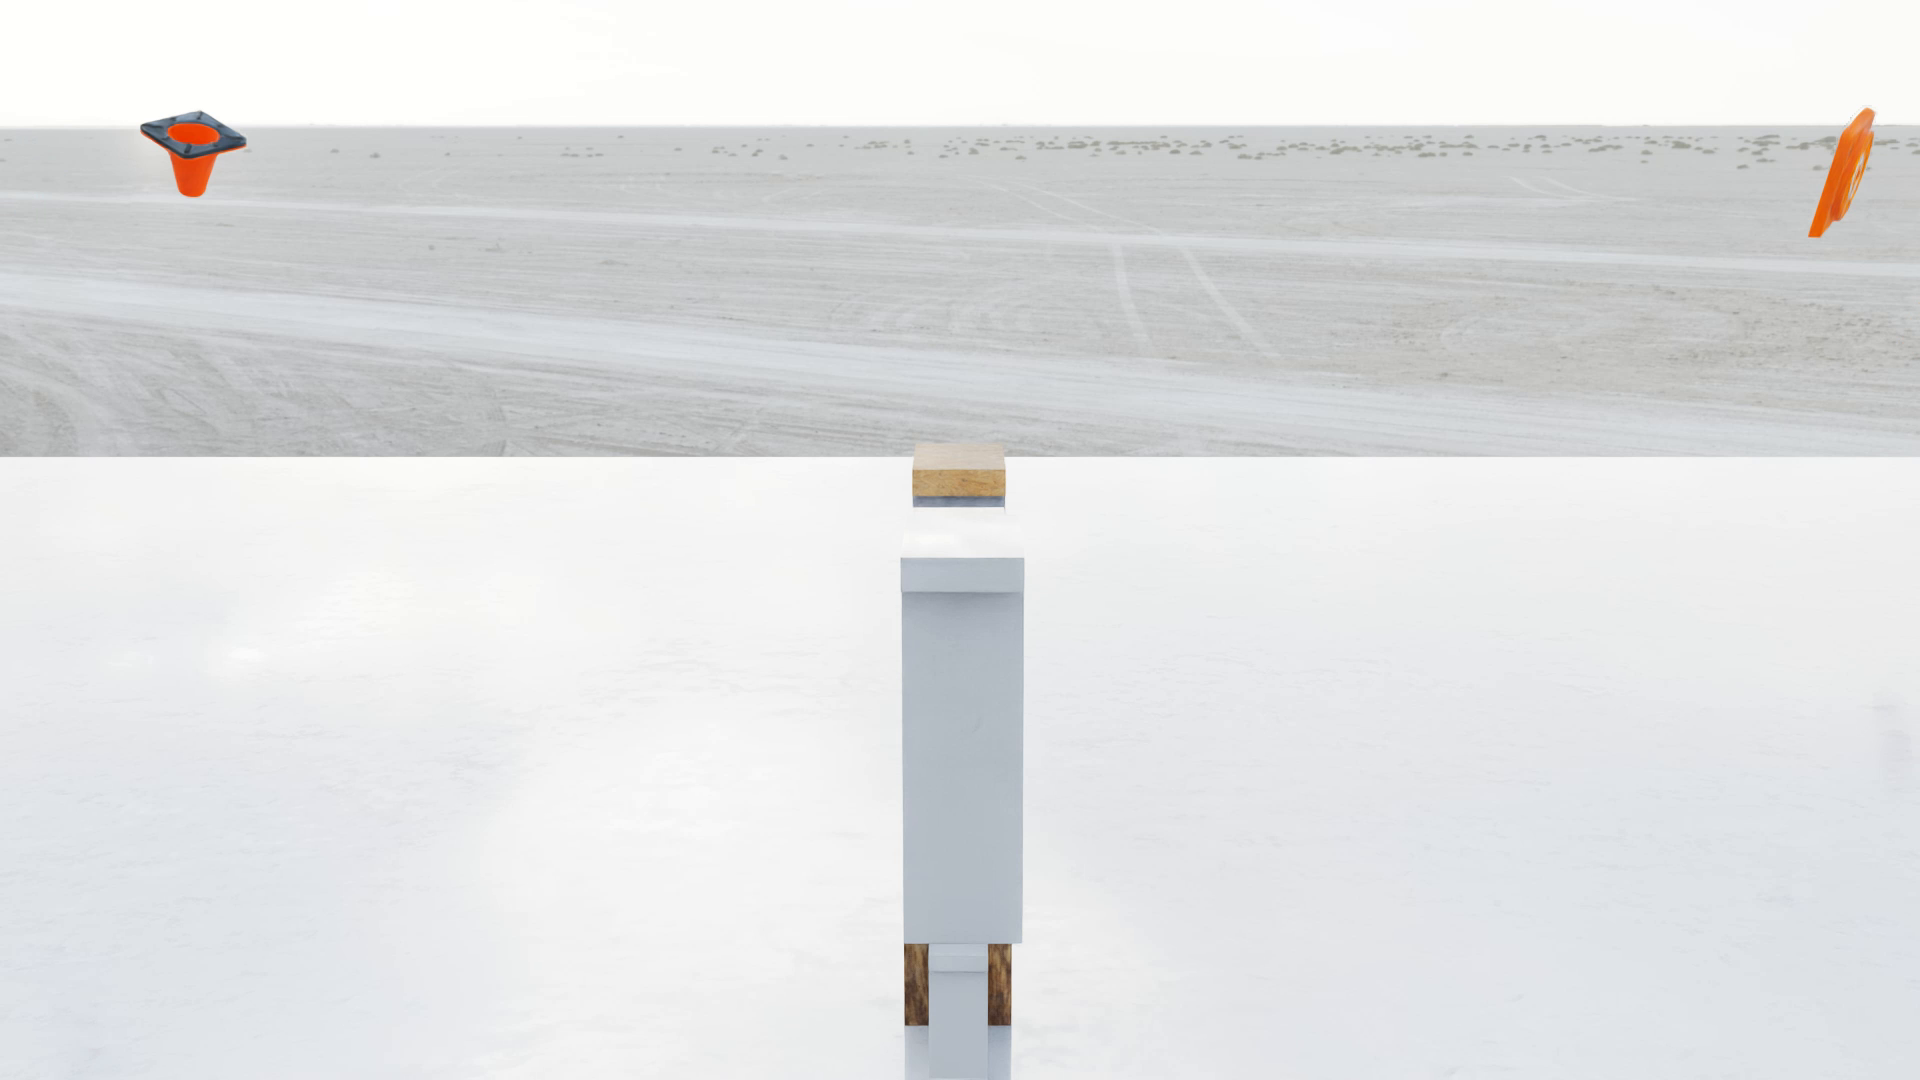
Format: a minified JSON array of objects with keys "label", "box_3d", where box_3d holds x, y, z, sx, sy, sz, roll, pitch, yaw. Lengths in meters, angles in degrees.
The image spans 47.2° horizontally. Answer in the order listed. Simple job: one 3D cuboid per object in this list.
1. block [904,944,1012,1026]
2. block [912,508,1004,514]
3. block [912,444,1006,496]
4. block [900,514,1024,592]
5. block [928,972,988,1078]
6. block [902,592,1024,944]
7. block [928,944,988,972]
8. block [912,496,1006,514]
[{"label":"block","box_3d":[-0.003,0.537,3.121,0.153,0.305,0.043,0,11,0]},{"label":"block","box_3d":[-0.003,-0.005,3.290,0.143,0.040,0.285,0,11,0]},{"label":"block","box_3d":[-0.002,-0.128,3.934,0.161,0.046,0.322,0,11,0]},{"label":"block","box_3d":[0.004,0.015,2.982,0.160,0.045,0.319,0,11,0]},{"label":"block","box_3d":[-0.002,0.643,2.950,0.079,0.157,0.022,0,11,0]},{"label":"block","box_3d":[0.004,0.297,2.926,0.160,0.488,0.045,0,11,0]},{"label":"block","box_3d":[-0.002,0.545,2.986,0.079,0.022,0.157,0,11,0]},{"label":"block","box_3d":[-0.002,0.073,3.862,0.161,0.322,0.046,0,10,0]}]
